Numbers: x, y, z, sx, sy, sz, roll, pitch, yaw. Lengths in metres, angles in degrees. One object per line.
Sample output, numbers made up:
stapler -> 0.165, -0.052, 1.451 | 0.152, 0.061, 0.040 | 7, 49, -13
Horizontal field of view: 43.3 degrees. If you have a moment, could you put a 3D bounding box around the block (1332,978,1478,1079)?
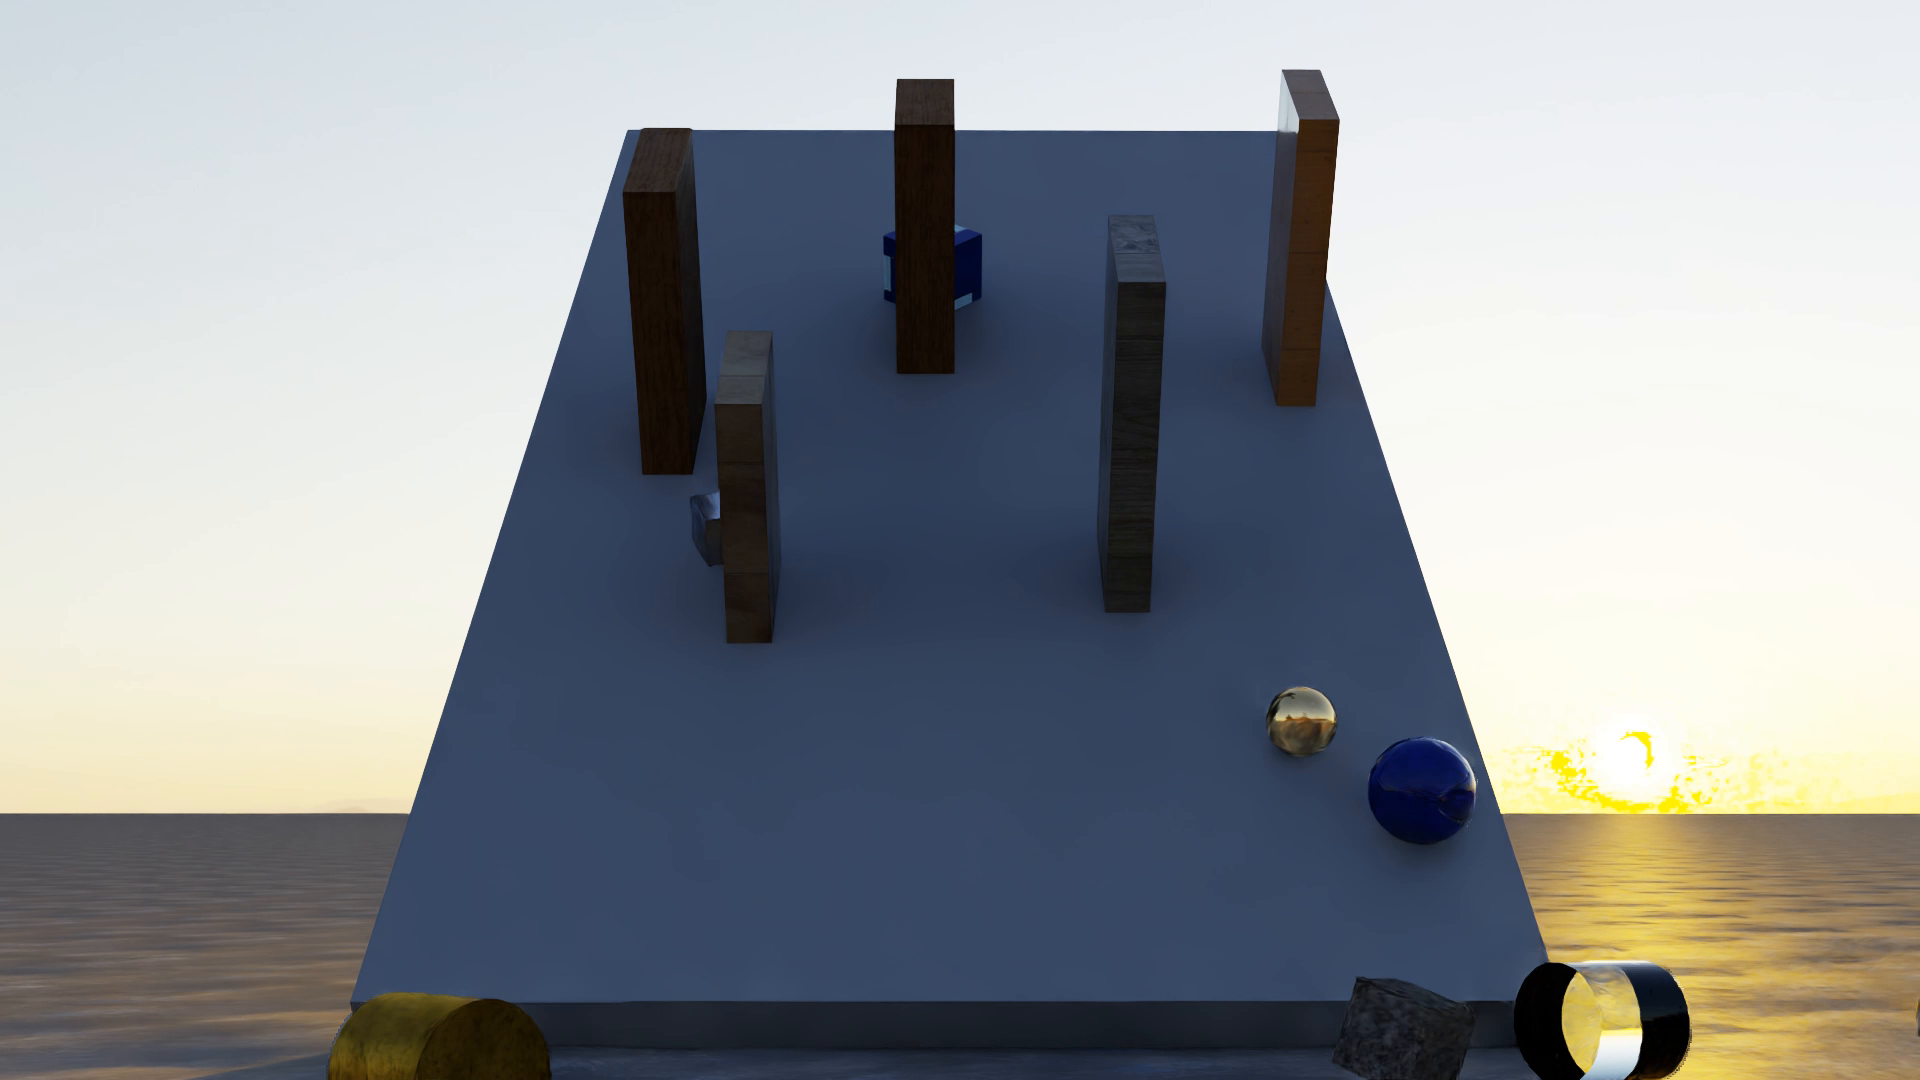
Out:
block -> 0.585, 0.653, 3.181 | 0.118, 0.118, 0.118 | 18, 3, 43

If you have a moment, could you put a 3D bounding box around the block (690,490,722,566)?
block -> -0.508, -0.029, 5.225 | 0.114, 0.114, 0.114 | -12, 32, -19

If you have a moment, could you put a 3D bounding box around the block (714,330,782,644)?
block -> -0.428, -0.108, 4.934 | 0.091, 0.546, 0.327 | 0, 30, 0

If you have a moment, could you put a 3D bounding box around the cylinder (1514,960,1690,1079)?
cylinder -> 0.916, 0.689, 3.459 | 0.172, 0.172, 0.172 | 5, -8, -30

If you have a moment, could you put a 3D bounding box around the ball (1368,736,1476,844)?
ball -> 0.827, 0.449, 4.340 | 0.193, 0.193, 0.193 | 0, -6, 0

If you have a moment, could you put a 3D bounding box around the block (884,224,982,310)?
block -> -0.071, -0.714, 6.331 | 0.181, 0.181, 0.181 | 25, 38, 35

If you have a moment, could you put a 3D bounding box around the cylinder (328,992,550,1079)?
cylinder -> -0.599, 0.616, 2.786 | 0.182, 0.182, 0.182 | -7, -9, 45

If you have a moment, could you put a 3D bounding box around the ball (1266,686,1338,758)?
ball -> 0.646, 0.343, 4.578 | 0.134, 0.134, 0.134 | 0, -6, 0

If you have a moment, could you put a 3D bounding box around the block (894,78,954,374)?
block -> -0.085, -0.772, 5.966 | 0.142, 0.649, 0.316 | 0, 30, 0

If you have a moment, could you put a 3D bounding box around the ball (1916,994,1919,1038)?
ball -> 1.444, 0.672, 3.383 | 0.203, 0.203, 0.203 | 0, -6, 0

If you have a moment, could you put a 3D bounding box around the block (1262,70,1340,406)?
block -> 0.812, -0.723, 5.810 | 0.093, 0.729, 0.337 | 0, 30, 0

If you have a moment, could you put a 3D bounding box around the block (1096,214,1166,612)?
block -> 0.349, -0.256, 4.990 | 0.093, 0.750, 0.332 | 0, 30, 0

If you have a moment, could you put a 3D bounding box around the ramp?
ramp -> -0.013, -0.207, 5.743 | 2.000, 0.100, 4.000 | 0, 30, 0

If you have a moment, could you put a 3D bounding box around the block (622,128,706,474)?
block -> -0.669, -0.546, 5.535 | 0.114, 0.692, 0.387 | 0, 30, 0
